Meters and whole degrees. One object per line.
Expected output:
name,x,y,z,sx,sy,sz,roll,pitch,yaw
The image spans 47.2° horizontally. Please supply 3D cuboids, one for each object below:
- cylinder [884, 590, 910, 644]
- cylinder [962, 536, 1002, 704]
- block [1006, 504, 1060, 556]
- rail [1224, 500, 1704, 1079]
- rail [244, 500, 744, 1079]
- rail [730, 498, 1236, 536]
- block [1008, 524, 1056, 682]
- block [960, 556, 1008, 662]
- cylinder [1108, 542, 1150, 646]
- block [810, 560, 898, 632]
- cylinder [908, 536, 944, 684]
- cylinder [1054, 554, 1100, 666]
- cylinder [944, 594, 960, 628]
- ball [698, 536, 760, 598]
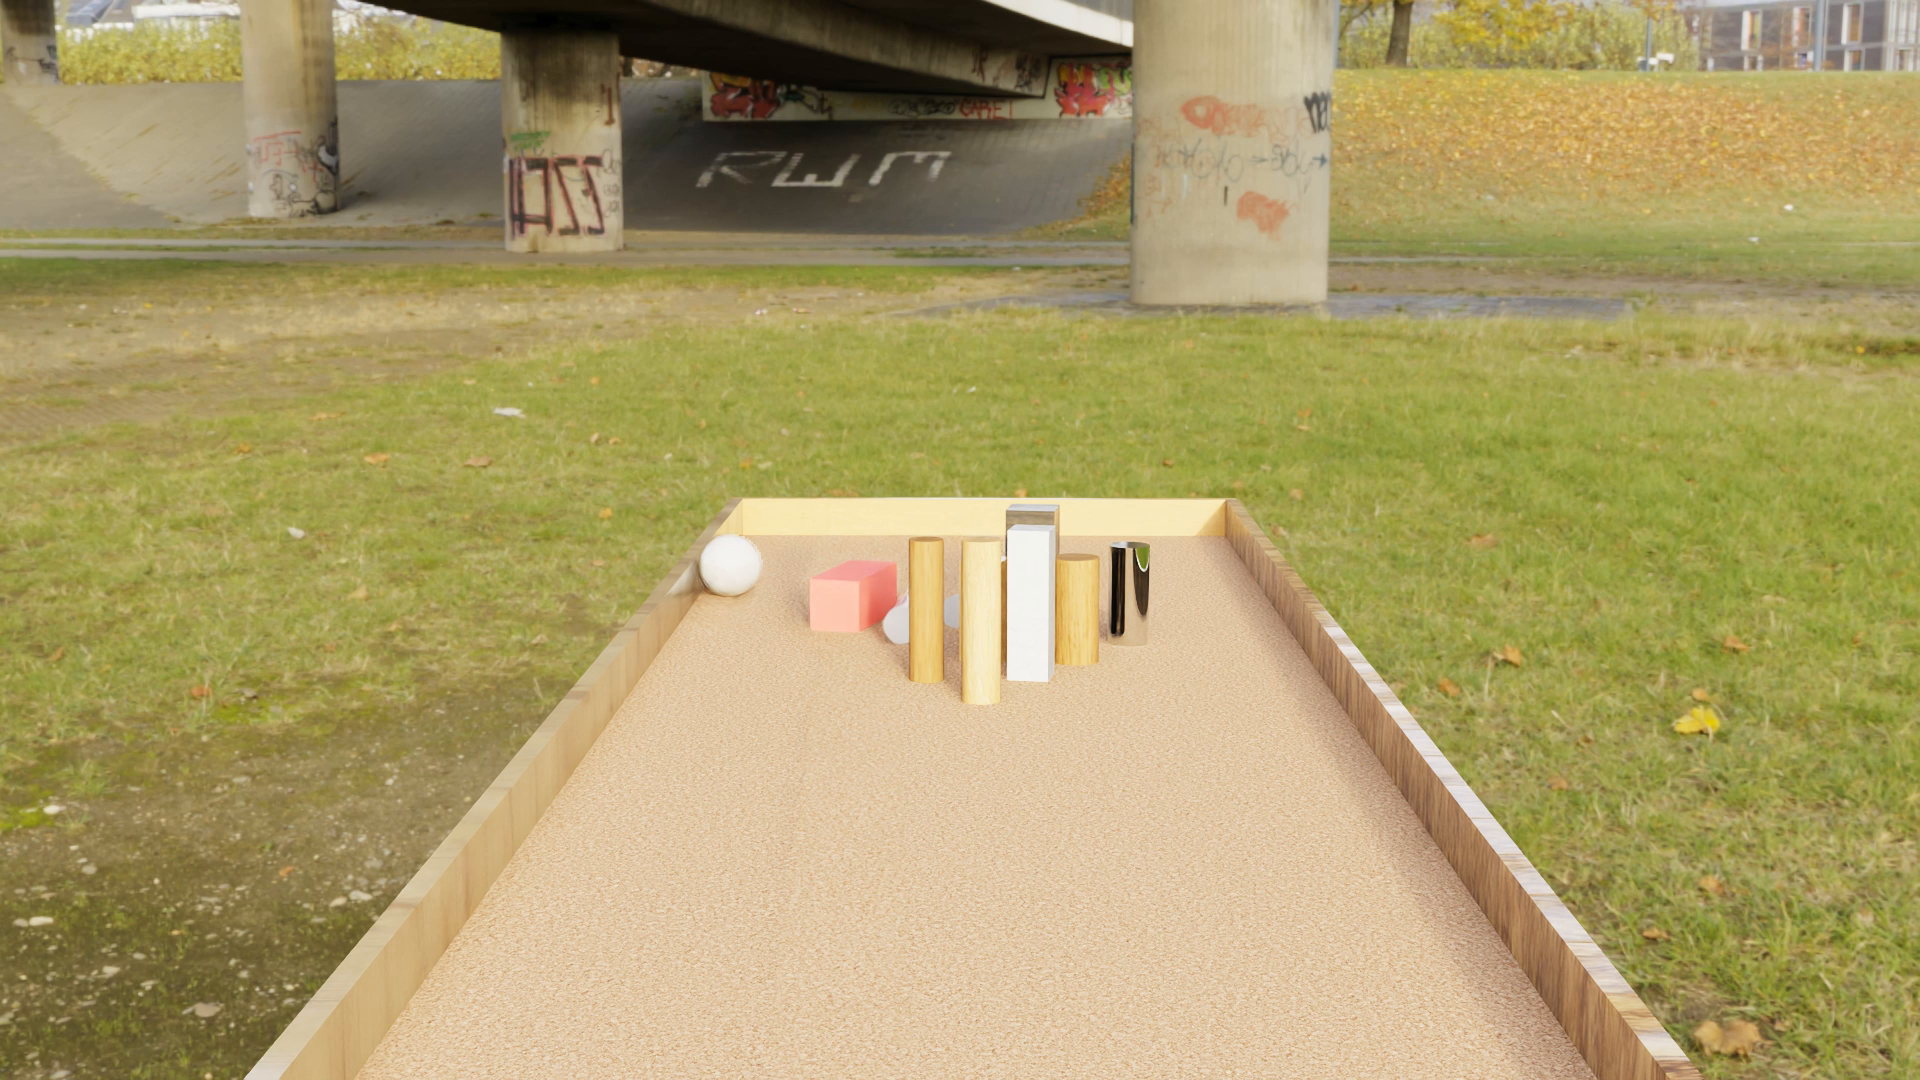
cylinder,-0.155,0.237,7.126,0.122,0.122,0.407,1,9,7
cylinder,0.059,0.224,6.137,0.111,0.457,0.111,0,9,0
block,0.228,0.112,6.911,0.153,0.435,0.153,1,9,9
rail,1.046,0.843,3.208,0.050,0.150,12.000,0,9,1
rail,-1.004,0.839,3.234,0.050,0.150,12.000,0,9,1
rail,0.099,-0.098,9.147,2.100,0.150,0.050,0,9,1
block,0.209,0.184,6.438,0.120,0.442,0.120,2,9,11
block,0.080,0.210,6.696,0.125,0.310,0.125,4,10,23
cylinder,0.532,0.169,6.941,0.130,0.313,0.130,0,9,0
block,-0.351,0.184,7.310,0.169,0.169,0.385,3,9,17
cylinder,-0.098,0.203,6.404,0.102,0.415,0.102,0,9,0
cylinder,0.350,0.209,6.669,0.145,0.319,0.145,0,9,0
cylinder,0.054,0.209,7.357,0.104,0.104,0.381,4,10,22
ball,-0.811,0.092,7.735,0.217,0.217,0.217,0,9,0
